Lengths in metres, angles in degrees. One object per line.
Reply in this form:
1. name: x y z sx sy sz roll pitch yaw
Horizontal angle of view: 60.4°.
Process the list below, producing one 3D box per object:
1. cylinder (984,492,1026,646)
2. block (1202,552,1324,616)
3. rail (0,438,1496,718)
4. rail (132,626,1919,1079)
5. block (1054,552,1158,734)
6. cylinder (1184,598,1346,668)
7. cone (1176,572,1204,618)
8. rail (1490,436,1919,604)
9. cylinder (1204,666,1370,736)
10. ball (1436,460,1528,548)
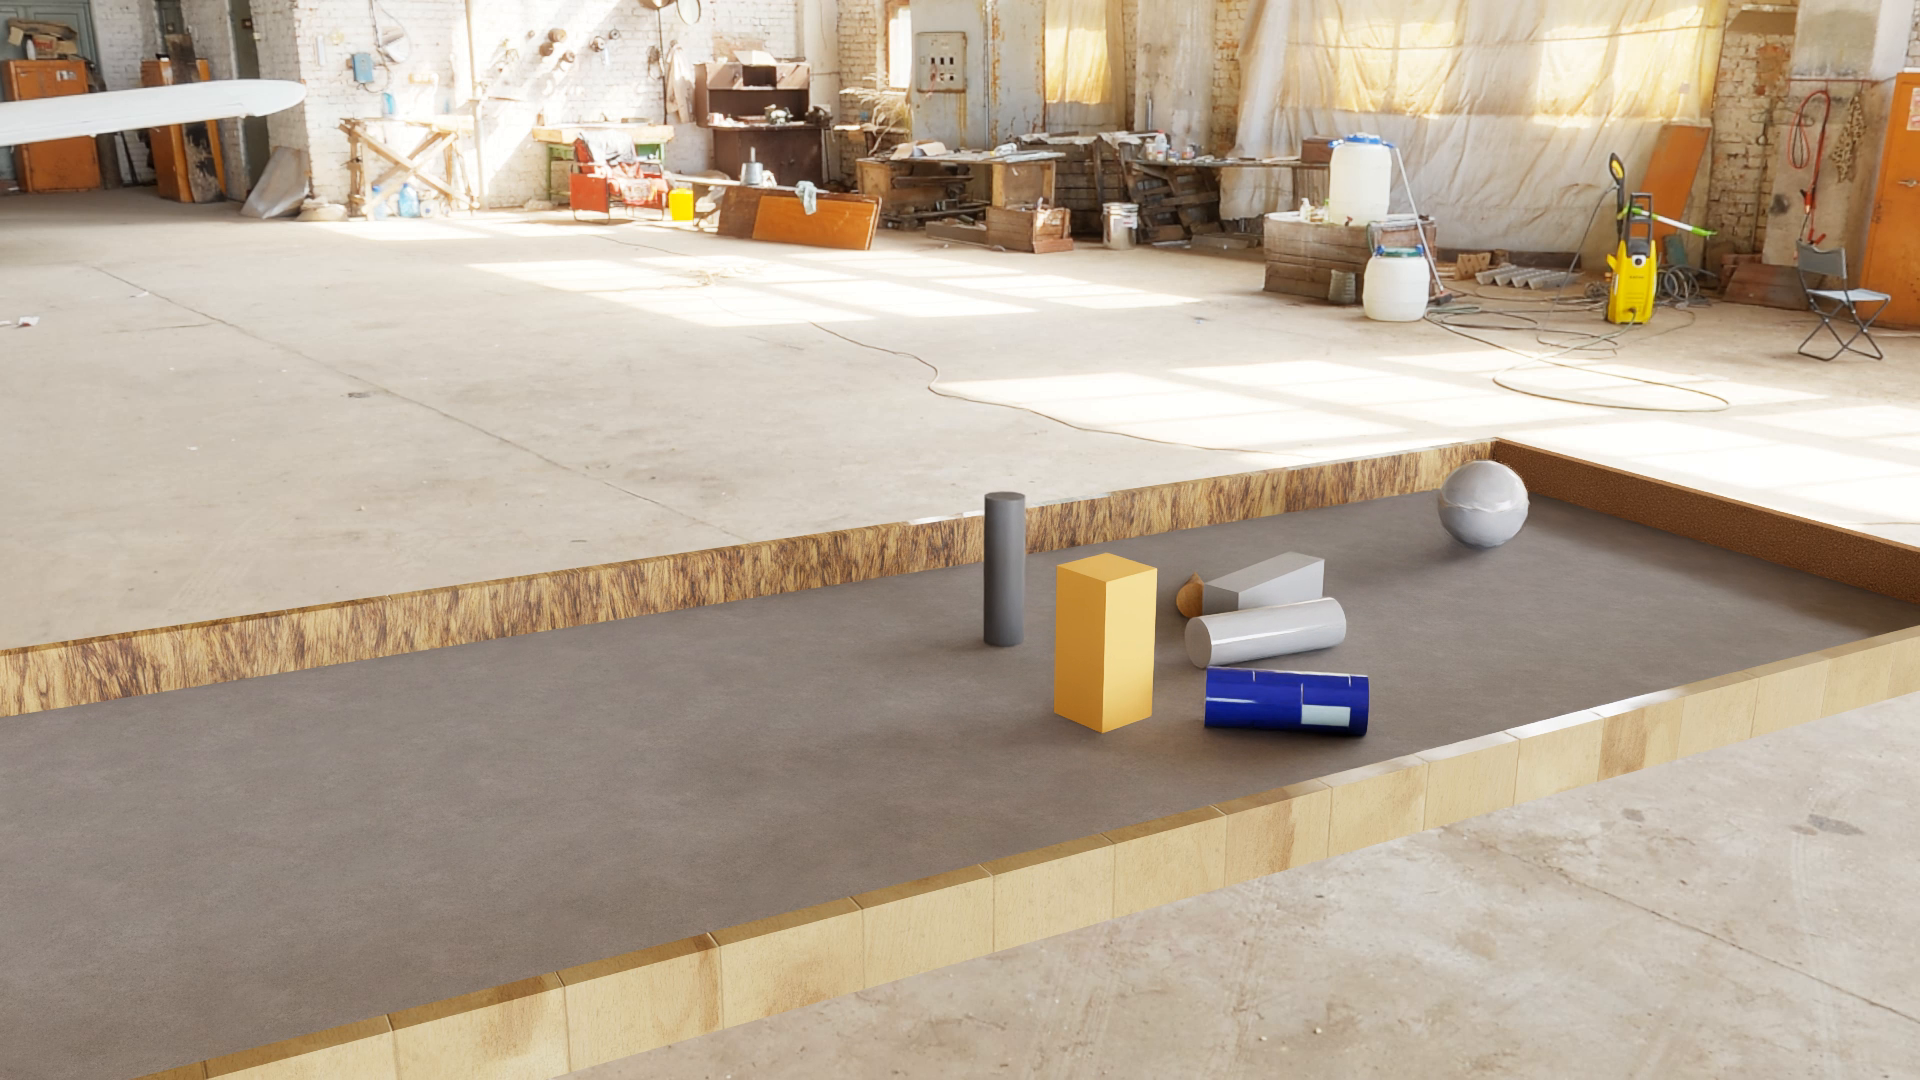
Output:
1. cylinder: 0.118 0.076 4.386 0.109 0.397 0.109 0 15 0
2. block: 0.860 0.143 4.661 0.116 0.116 0.428 15 22 42
3. rail: -3.305 0.497 3.399 12.000 0.150 0.050 -9 18 -27
4. rail: -2.336 1.006 1.665 12.000 0.150 0.050 -9 18 -27
5. block: 0.341 0.239 3.886 0.164 0.368 0.164 -13 21 -38
6. cylinder: 0.798 0.240 4.304 0.409 0.132 0.132 -7 18 -22
7. cone: 0.686 0.133 4.813 0.101 0.101 0.440 2 10 8
8. rail: 2.466 -0.048 5.253 0.050 0.150 2.100 -9 18 -27
9. cylinder: 0.756 0.374 3.833 0.366 0.141 0.141 2 17 8
10. ball: 1.662 -0.114 5.247 0.279 0.279 0.279 0 16 0
